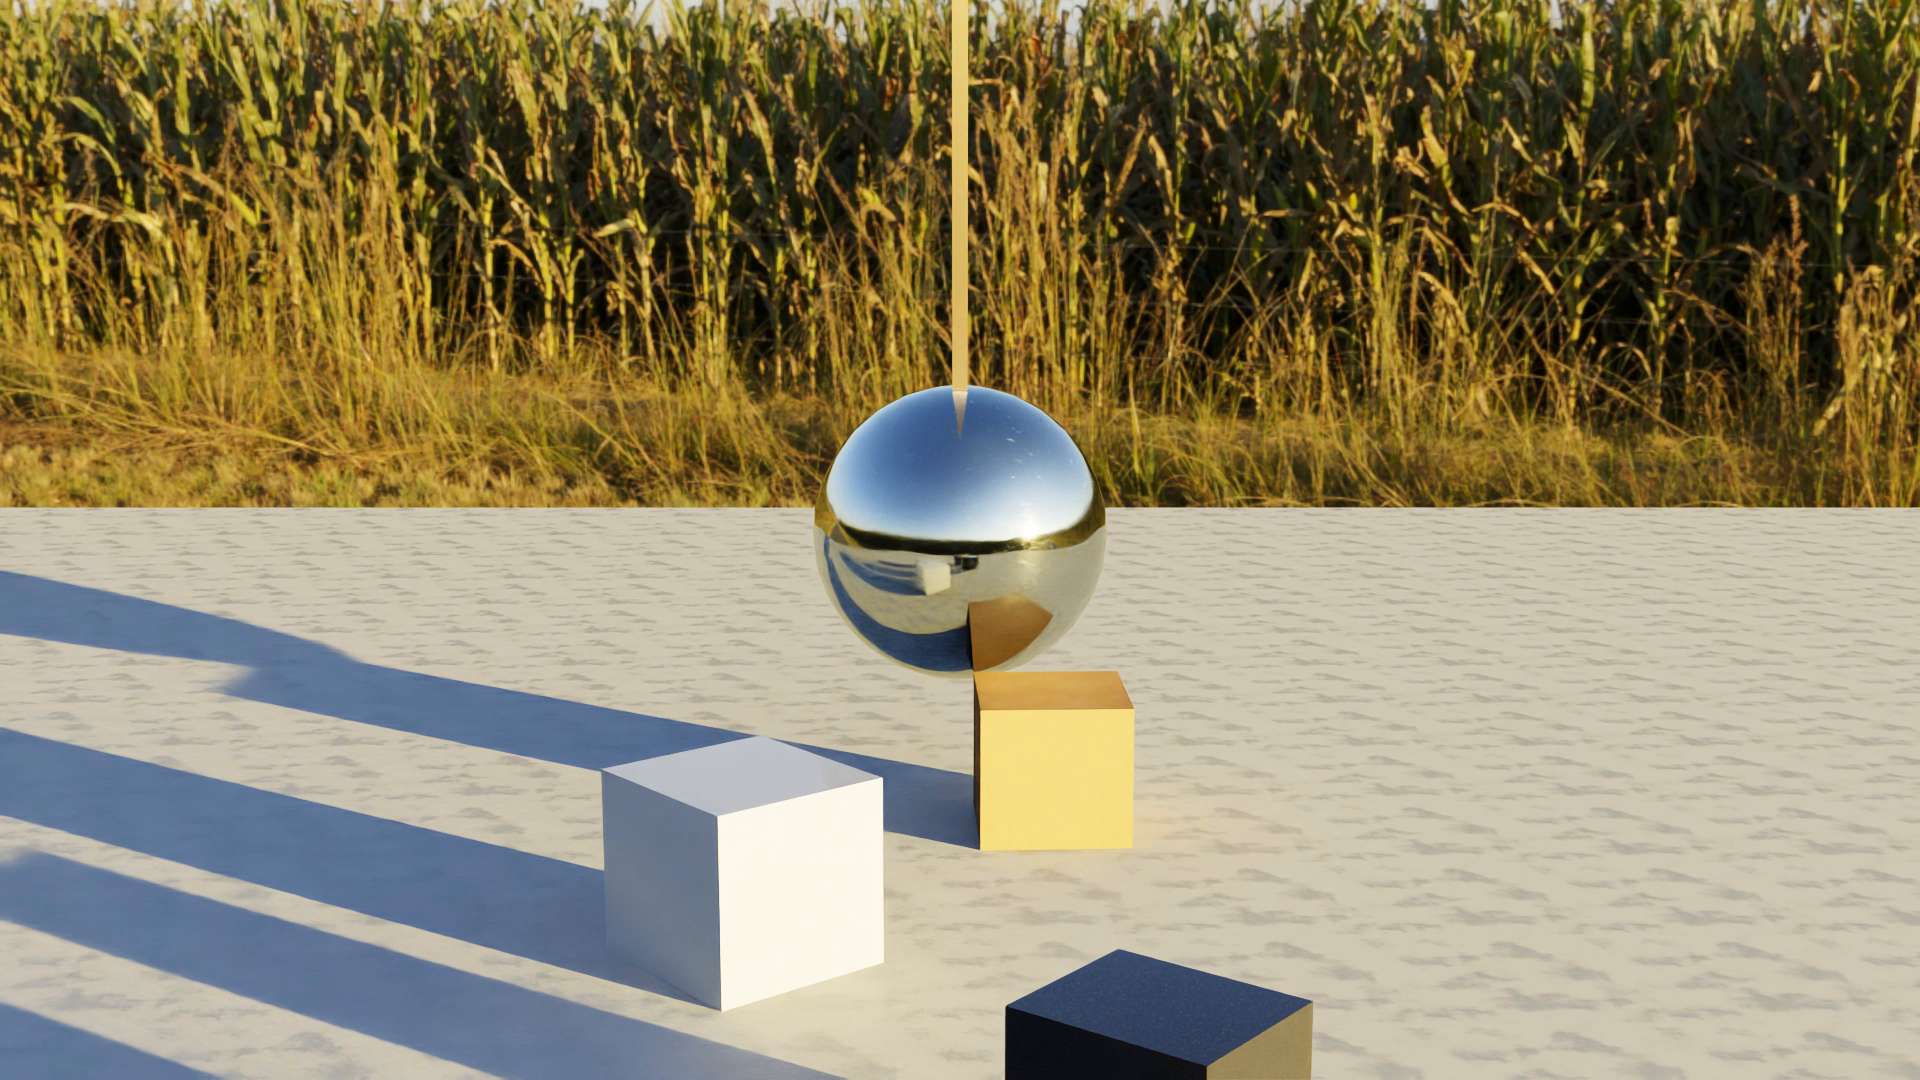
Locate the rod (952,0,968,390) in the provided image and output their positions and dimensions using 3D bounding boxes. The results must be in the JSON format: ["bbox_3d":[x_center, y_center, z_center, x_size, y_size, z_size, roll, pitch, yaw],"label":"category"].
[{"bbox_3d":[0.000,-3.283,10.923,0.080,5.200,0.080,0,18,0],"label":"rod"}]

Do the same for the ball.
[{"bbox_3d":[0.000,-0.043,11.955,1.600,1.600,1.600,0,10,0],"label":"ball"}]

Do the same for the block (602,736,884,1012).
[{"bbox_3d":[-0.940,1.408,9.505,0.843,0.828,0.890,-9,13,-40],"label":"block"}]

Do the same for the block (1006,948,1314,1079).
[{"bbox_3d":[0.645,1.869,7.164,0.760,0.759,0.647,8,13,37],"label":"block"}]

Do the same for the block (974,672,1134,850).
[{"bbox_3d":[0.469,1.126,11.360,0.764,0.721,0.799,0,10,-2],"label":"block"}]
